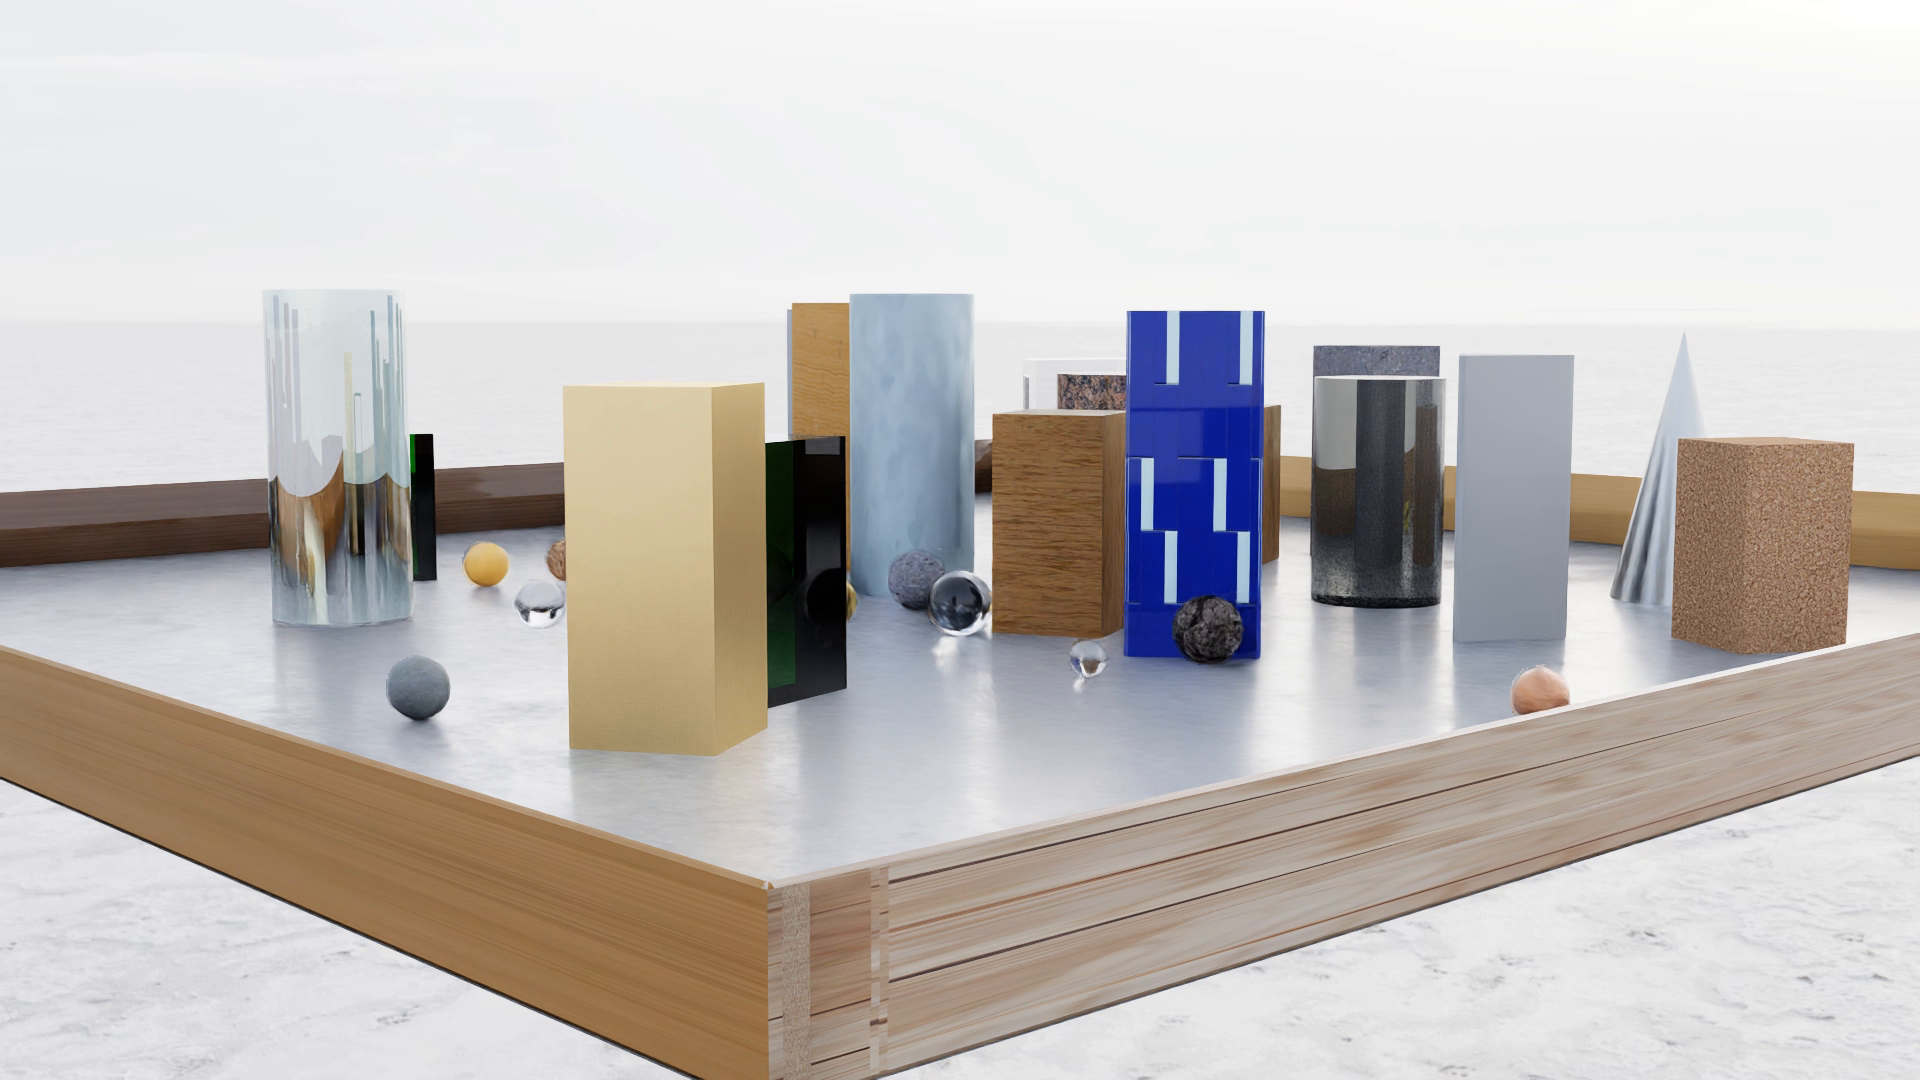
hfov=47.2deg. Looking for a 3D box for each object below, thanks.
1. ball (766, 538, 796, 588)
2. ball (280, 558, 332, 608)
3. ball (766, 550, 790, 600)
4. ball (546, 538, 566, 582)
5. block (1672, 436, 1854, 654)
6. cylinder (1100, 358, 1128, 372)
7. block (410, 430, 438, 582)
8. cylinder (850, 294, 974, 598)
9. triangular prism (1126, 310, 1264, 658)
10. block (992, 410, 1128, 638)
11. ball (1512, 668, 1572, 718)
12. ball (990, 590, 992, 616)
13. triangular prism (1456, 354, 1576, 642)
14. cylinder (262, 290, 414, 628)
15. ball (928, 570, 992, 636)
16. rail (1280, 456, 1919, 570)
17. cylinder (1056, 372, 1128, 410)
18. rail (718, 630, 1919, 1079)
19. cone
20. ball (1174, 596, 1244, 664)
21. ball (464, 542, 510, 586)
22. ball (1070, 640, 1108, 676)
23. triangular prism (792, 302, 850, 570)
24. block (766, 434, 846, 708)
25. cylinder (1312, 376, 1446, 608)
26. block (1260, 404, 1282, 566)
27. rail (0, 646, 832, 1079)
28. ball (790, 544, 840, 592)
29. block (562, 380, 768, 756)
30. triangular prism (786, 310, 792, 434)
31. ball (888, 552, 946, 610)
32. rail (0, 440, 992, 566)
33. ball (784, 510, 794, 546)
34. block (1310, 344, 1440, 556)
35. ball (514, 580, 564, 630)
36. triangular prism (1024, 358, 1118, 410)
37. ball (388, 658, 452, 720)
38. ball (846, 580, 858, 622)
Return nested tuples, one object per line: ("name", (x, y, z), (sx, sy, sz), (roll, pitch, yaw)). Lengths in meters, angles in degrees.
("ball", (-0.295, 0.039, 3.510), (0.082, 0.082, 0.082), (0, 6, 0))
("ball", (-0.982, 0.065, 3.300), (0.075, 0.075, 0.075), (0, 6, 0))
("ball", (-0.301, 0.054, 3.400), (0.076, 0.076, 0.076), (0, 6, 0))
("ball", (-0.646, 0.033, 3.627), (0.071, 0.071, 0.071), (0, 6, 0))
("block", (1.070, 0.003, 2.938), (0.158, 0.272, 0.158), (-2, 6, -15))
("cylinder", (0.298, -0.186, 4.378), (0.198, 0.350, 0.198), (0, 6, 0))
("block", (-0.976, -0.058, 3.662), (0.158, 0.243, 0.158), (-4, 7, -31))
("cylinder", (-0.076, -0.155, 3.496), (0.198, 0.471, 0.198), (0, 6, 0))
("triangular prism", (0.308, -0.077, 2.882), (0.172, 0.445, 0.149), (1, 6, 7))
("block", (0.146, -0.027, 3.081), (0.158, 0.303, 0.158), (2, 6, 20))
("ball", (0.626, 0.168, 2.367), (0.062, 0.062, 0.062), (0, 6, 0))
("ball", (0.016, 0.089, 3.108), (0.066, 0.066, 0.066), (0, 6, 0))
("triangular prism", (0.728, -0.064, 3.040), (0.172, 0.385, 0.149), (-2, 6, -17))
("cylinder", (-0.895, -0.122, 3.169), (0.198, 0.474, 0.198), (0, 6, 0))
("ball", (0.000, 0.087, 3.015), (0.090, 0.090, 0.090), (0, 6, 0))
("rail", (1.100, -0.072, 4.341), (0.045, 0.129, 2.982), (-5, 8, -42))
("cylinder", (0.248, -0.085, 3.423), (0.198, 0.348, 0.198), (0, 6, 0))
("rail", (0.995, 0.145, 2.259), (3.040, 0.129, 0.045), (-5, 8, -42))
("cone", (1.112, -0.116, 3.397), (0.198, 0.415, 0.198), (0, 6, 0))
("ball", (0.314, 0.113, 2.777), (0.087, 0.087, 0.087), (0, 6, 0))
("ball", (-0.766, 0.040, 3.557), (0.072, 0.072, 0.072), (0, 6, 0))
("ball", (0.157, 0.144, 2.682), (0.046, 0.046, 0.046), (0, 6, 0))
("triangular prism", (-0.188, -0.184, 3.837), (0.172, 0.458, 0.149), (1, 6, 13))
("block", (-0.243, 0.030, 2.560), (0.158, 0.299, 0.158), (4, 7, 32))
("cylinder", (0.642, -0.078, 3.377), (0.198, 0.343, 0.198), (0, 6, 0))
("block", (0.472, -0.101, 3.914), (0.158, 0.276, 0.158), (2, 6, 23))
("rail", (-1.100, 0.139, 2.323), (0.045, 0.129, 2.982), (-5, 8, -42))
("ball", (-0.228, 0.045, 3.464), (0.080, 0.080, 0.080), (0, 6, 0))
("block", (-0.302, 0.023, 2.280), (0.158, 0.369, 0.158), (1, 6, 14))
("triangular prism", (-0.210, -0.208, 4.123), (0.172, 0.447, 0.149), (4, 7, 33))
("ball", (-0.064, 0.060, 3.280), (0.088, 0.088, 0.088), (0, 6, 0))
("rail", (-0.995, -0.078, 4.404), (3.040, 0.129, 0.045), (-5, 8, -42))
("ball", (-0.273, -0.019, 4.004), (0.095, 0.095, 0.095), (0, 6, 0))
("block", (0.745, -0.158, 3.955), (0.158, 0.382, 0.158), (-3, 7, -29))
("ball", (-0.589, 0.091, 3.082), (0.069, 0.069, 0.069), (0, 6, 0))
("triangular prism", (0.150, -0.123, 3.706), (0.172, 0.364, 0.149), (-4, 7, -32))
("ball", (-0.591, 0.162, 2.404), (0.068, 0.068, 0.068), (0, 6, 0))
("ball", (-0.181, 0.086, 3.106), (0.072, 0.072, 0.072), (0, 6, 0))
